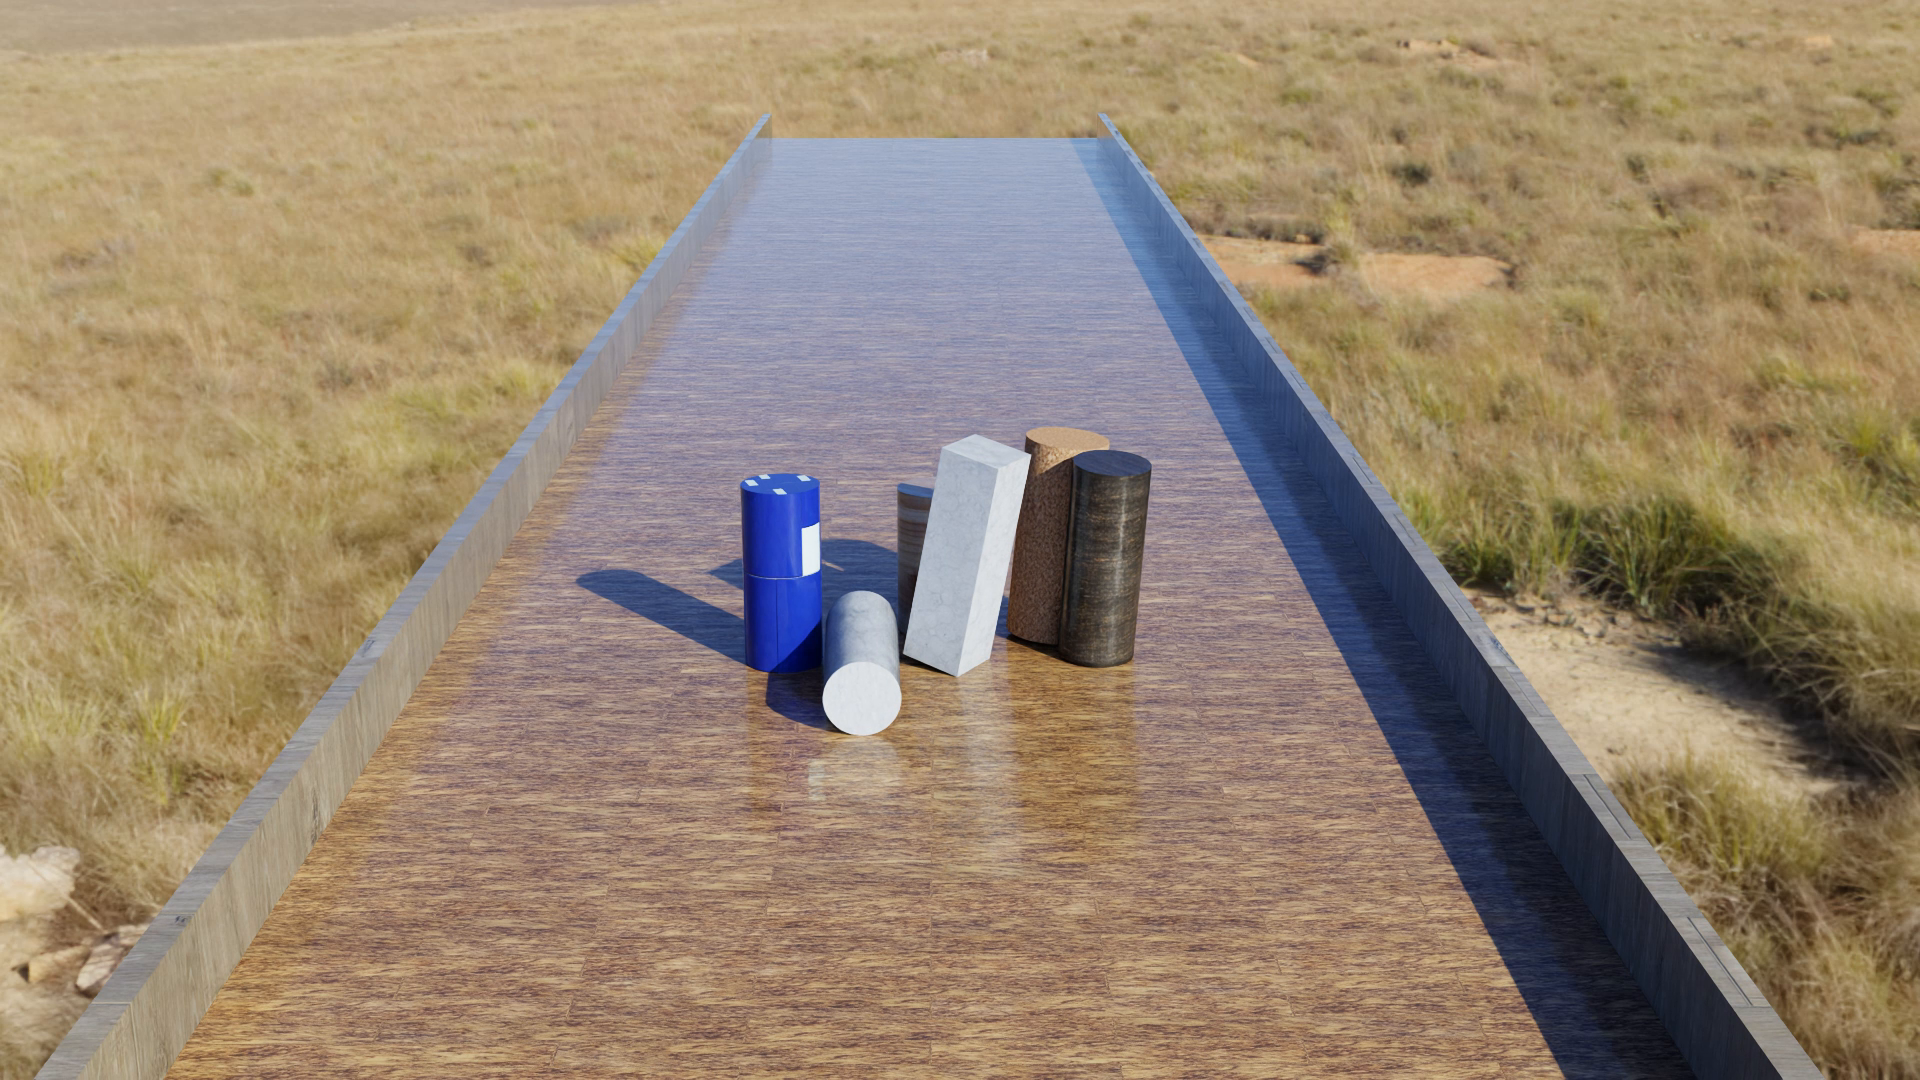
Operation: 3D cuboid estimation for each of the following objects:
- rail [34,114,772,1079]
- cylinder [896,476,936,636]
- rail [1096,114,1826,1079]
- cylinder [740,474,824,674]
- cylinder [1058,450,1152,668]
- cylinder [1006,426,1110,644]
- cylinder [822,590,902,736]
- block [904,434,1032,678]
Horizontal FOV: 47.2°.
[{"bbox_3d":[-1.118,-0.838,7.780,0.050,0.150,12.000,0,17,-1],"label":"rail"},{"bbox_3d":[-0.048,0.038,4.560,0.163,0.307,0.163,0,17,0],"label":"cylinder"},{"bbox_3d":[0.932,-0.844,7.801,0.050,0.150,12.000,0,17,-1],"label":"rail"},{"bbox_3d":[-0.353,0.065,4.364,0.156,0.367,0.156,0,17,0],"label":"cylinder"},{"bbox_3d":[0.286,0.037,4.370,0.154,0.404,0.154,3,21,-1],"label":"cylinder"},{"bbox_3d":[0.199,-0.010,4.510,0.170,0.414,0.170,5,17,-2],"label":"cylinder"},{"bbox_3d":[-0.188,0.229,4.205,0.143,0.143,0.421,-1,17,-2],"label":"cylinder"},{"bbox_3d":[0.012,0.031,4.315,0.128,0.444,0.128,22,24,25],"label":"block"}]
